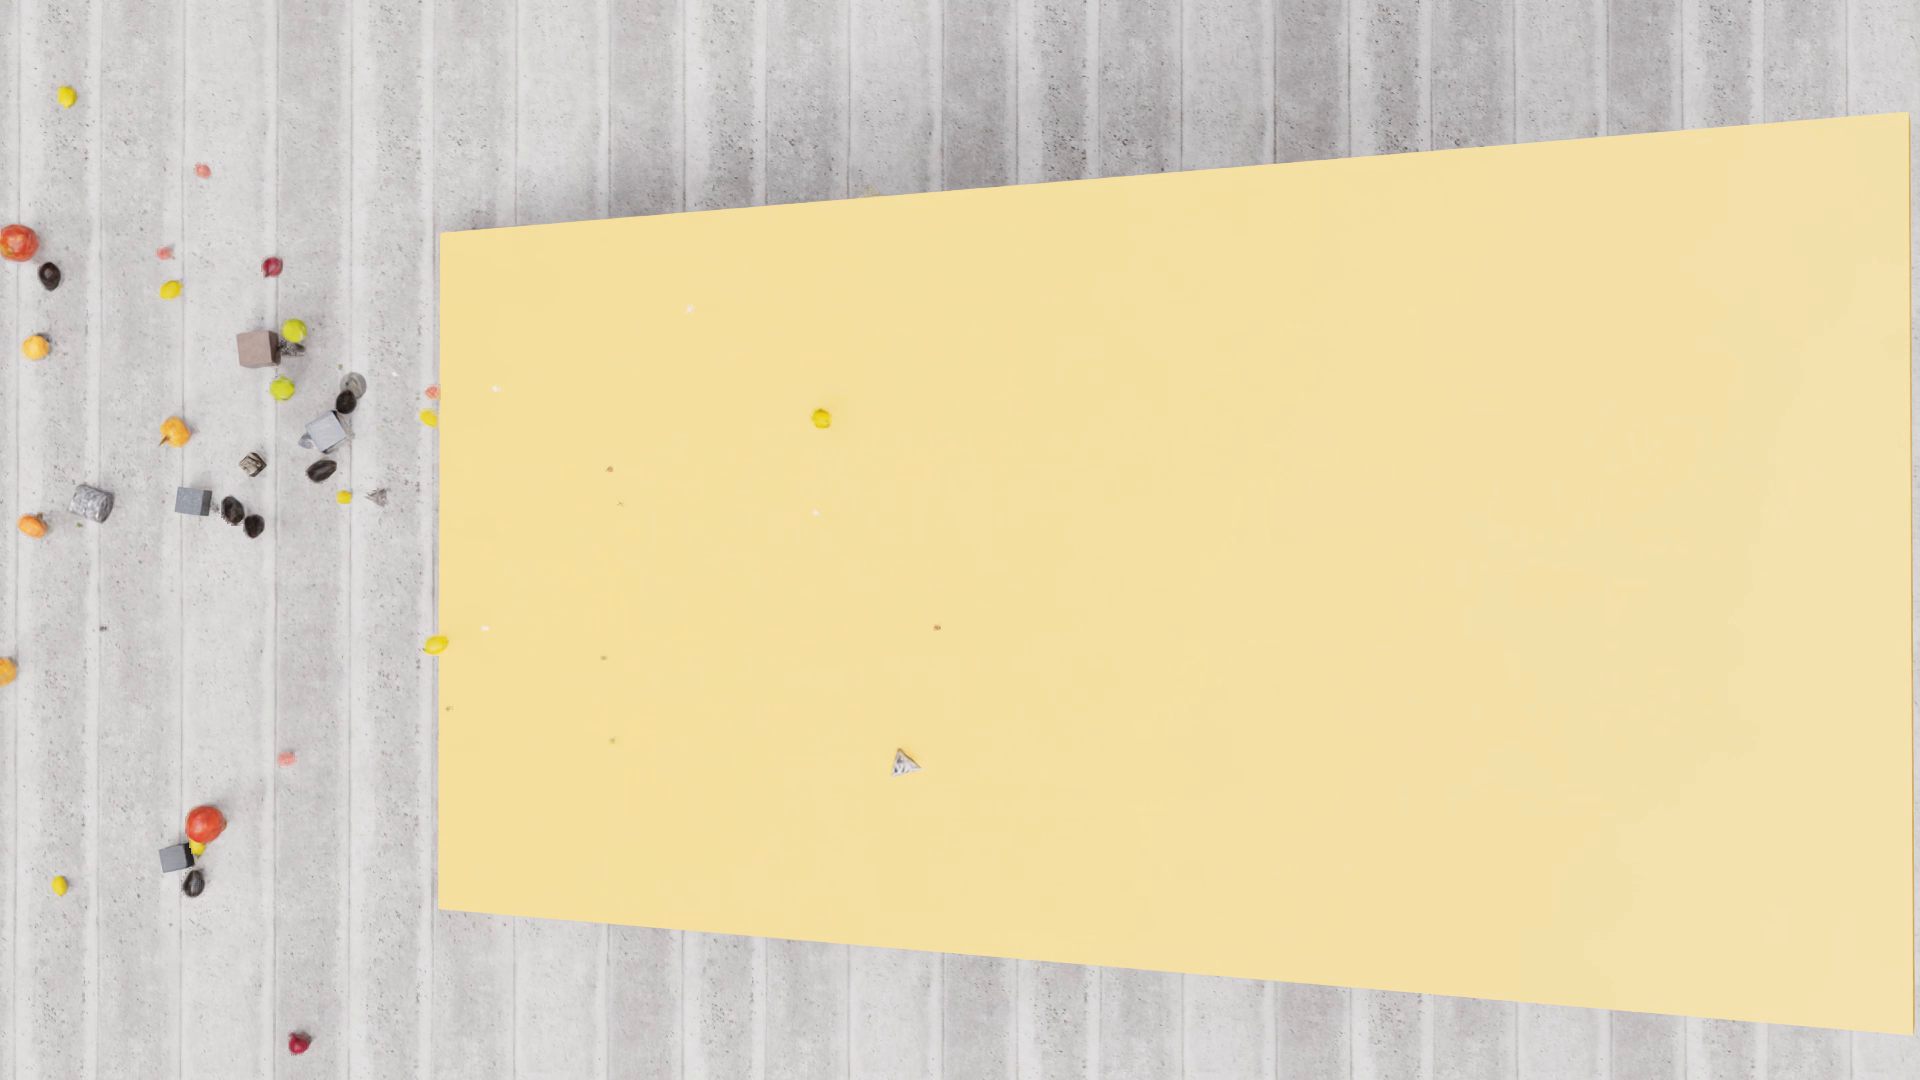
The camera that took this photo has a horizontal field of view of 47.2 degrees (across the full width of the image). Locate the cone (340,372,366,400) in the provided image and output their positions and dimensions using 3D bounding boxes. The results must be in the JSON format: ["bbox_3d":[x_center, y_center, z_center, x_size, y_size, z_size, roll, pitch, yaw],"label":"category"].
[{"bbox_3d":[-1.822,-0.463,6.561,0.082,0.082,0.082,0,89,0],"label":"cone"}]

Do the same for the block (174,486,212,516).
[{"bbox_3d":[-2.287,-0.115,6.560,0.077,0.077,0.077,8,89,0],"label":"block"}]

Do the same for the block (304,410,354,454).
[{"bbox_3d":[-1.878,-0.322,6.555,0.092,0.092,0.092,-31,89,0],"label":"block"}]

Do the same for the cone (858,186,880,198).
[{"bbox_3d":[-0.293,-1.013,6.590,0.082,0.082,0.082,-8,89,27],"label":"cone"}]

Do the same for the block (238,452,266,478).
[{"bbox_3d":[-2.115,-0.225,6.574,0.052,0.052,0.052,-42,90,0],"label":"block"}]

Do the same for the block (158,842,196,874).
[{"bbox_3d":[-2.333,0.946,6.551,0.071,0.071,0.071,-12,89,0],"label":"block"}]

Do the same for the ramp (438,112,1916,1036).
[{"bbox_3d":[0.281,0.081,5.679,4.000,0.100,2.000,0,89,26],"label":"ramp"}]

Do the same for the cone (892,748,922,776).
[{"bbox_3d":[-0.134,0.596,5.800,0.077,0.077,0.077,16,89,-2],"label":"cone"}]

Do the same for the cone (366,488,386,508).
[{"bbox_3d":[-1.746,-0.126,6.558,0.057,0.057,0.057,3,89,-30],"label":"cone"}]

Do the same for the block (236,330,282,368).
[{"bbox_3d":[-2.089,-0.568,6.556,0.095,0.095,0.095,-7,89,0],"label":"block"}]
